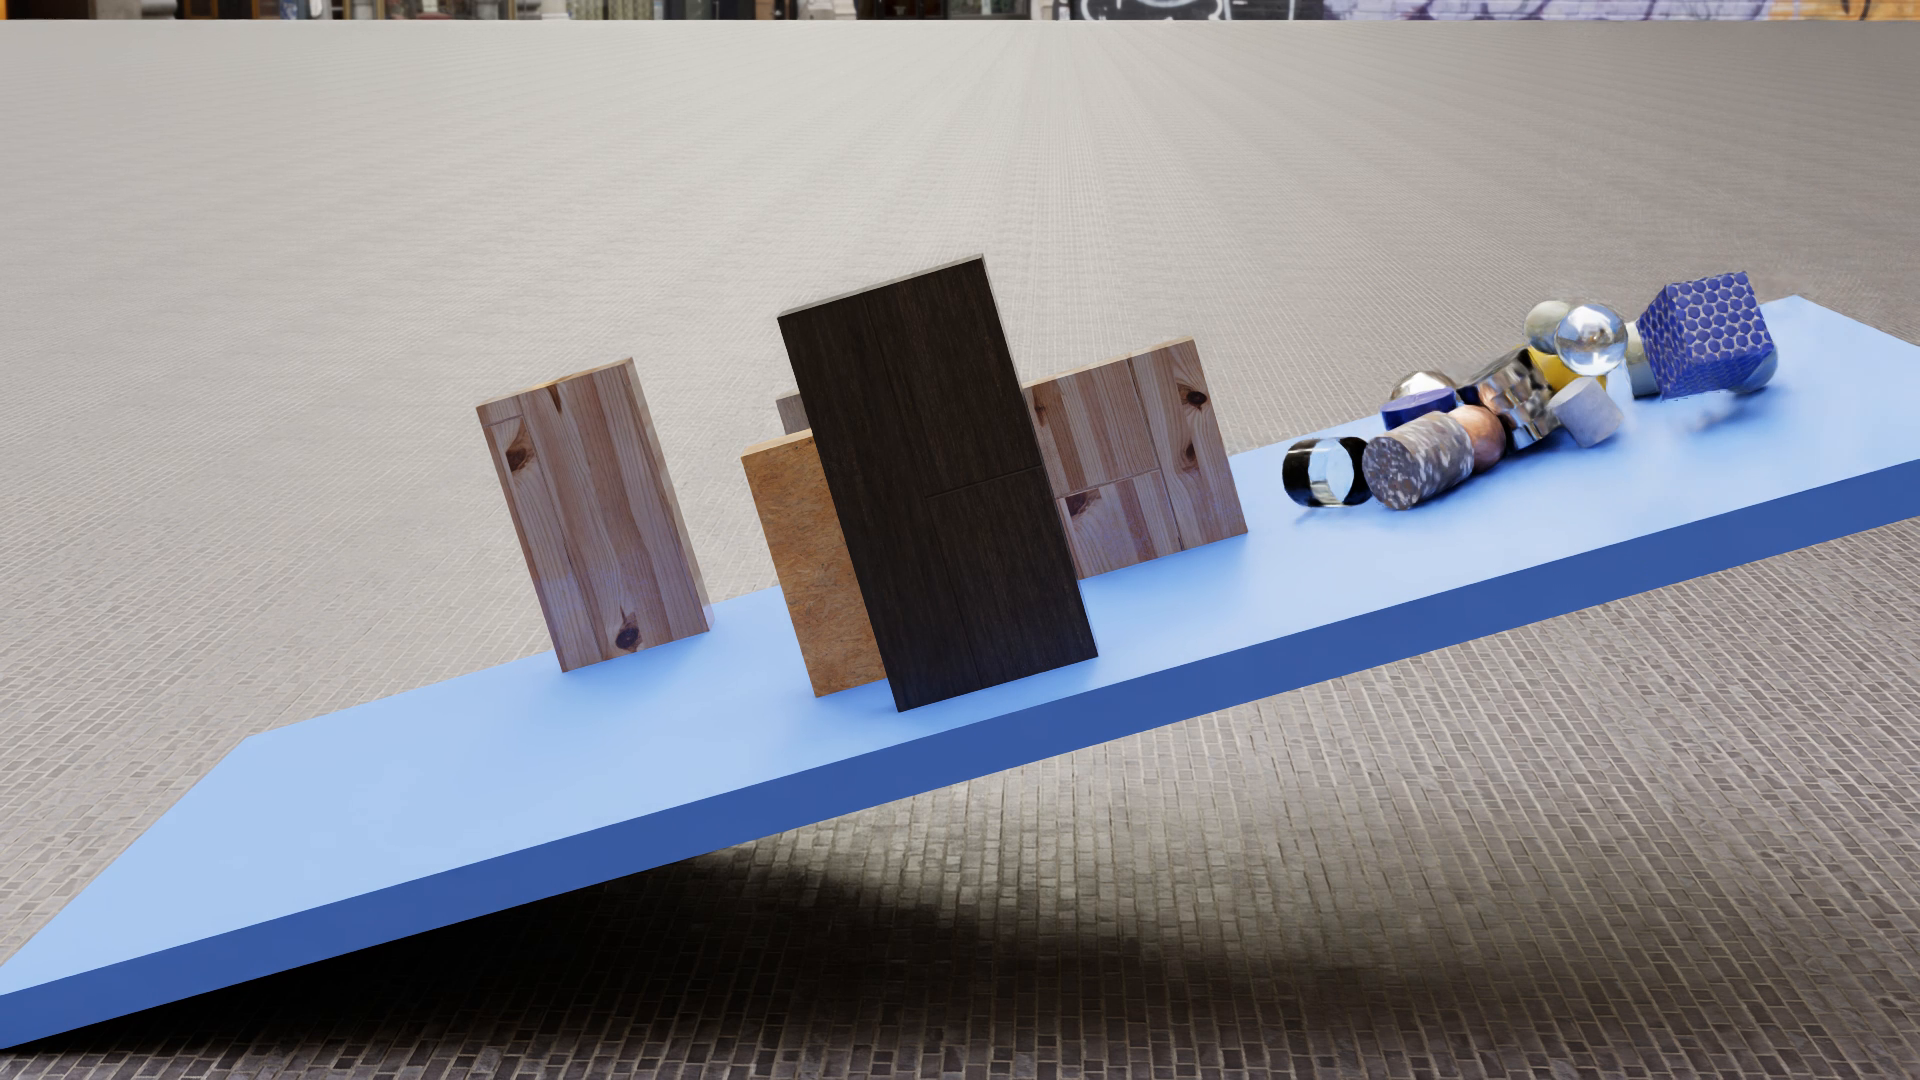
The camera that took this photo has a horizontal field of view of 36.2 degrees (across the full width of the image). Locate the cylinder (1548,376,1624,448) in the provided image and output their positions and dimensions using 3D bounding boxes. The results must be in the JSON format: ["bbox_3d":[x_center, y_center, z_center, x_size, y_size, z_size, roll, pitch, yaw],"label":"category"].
[{"bbox_3d":[1.300,-0.268,6.103,0.111,0.111,0.111,-38,9,7],"label":"cylinder"}]

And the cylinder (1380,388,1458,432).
[{"bbox_3d":[1.001,-0.224,6.307,0.163,0.163,0.163,-16,10,3],"label":"cylinder"}]

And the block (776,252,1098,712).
[{"bbox_3d":[-0.037,-0.106,5.556,0.396,0.785,0.107,-16,10,5],"label":"block"}]

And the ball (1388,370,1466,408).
[{"bbox_3d":[1.042,-0.289,6.558,0.176,0.176,0.176,0,11,0],"label":"ball"}]

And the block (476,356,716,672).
[{"bbox_3d":[-0.867,-0.060,7.026,0.370,0.668,0.126,-16,10,5],"label":"block"}]

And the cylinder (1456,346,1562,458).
[{"bbox_3d":[1.172,-0.292,6.239,0.174,0.174,0.174,-32,3,2],"label":"cylinder"}]

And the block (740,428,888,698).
[{"bbox_3d":[-0.232,0.028,5.940,0.270,0.513,0.131,-16,10,5],"label":"block"}]

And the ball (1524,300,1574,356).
[{"bbox_3d":[1.251,-0.448,6.208,0.117,0.117,0.117,0,11,0],"label":"ball"}]

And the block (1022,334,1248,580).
[{"bbox_3d":[0.374,-0.176,6.298,0.380,0.432,0.087,-16,10,5],"label":"block"}]

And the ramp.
[{"bbox_3d":[0.091,0.187,6.320,4.000,0.100,2.000,-16,10,5],"label":"ramp"}]

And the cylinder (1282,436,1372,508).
[{"bbox_3d":[0.789,-0.144,6.266,0.147,0.147,0.147,-7,3,-33],"label":"cylinder"}]

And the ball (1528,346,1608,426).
[{"bbox_3d":[1.301,-0.345,6.371,0.199,0.199,0.199,0,11,0],"label":"ball"}]

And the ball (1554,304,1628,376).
[{"bbox_3d":[1.193,-0.377,5.558,0.137,0.137,0.137,0,11,0],"label":"ball"}]

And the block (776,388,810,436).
[{"bbox_3d":[-0.202,-0.127,6.754,0.299,0.510,0.107,-16,10,5],"label":"block"}]

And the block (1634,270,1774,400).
[{"bbox_3d":[1.516,-0.416,5.994,0.178,0.178,0.178,-11,-20,-13],"label":"block"}]

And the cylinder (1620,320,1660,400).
[{"bbox_3d":[1.534,-0.411,6.443,0.166,0.166,0.166,-15,9,9],"label":"cylinder"}]

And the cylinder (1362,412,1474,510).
[{"bbox_3d":[0.945,-0.163,6.067,0.162,0.162,0.162,-23,22,-34],"label":"cylinder"}]

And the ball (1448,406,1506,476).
[{"bbox_3d":[1.067,-0.208,6.151,0.148,0.148,0.148,0,11,0],"label":"ball"}]

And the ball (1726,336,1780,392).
[{"bbox_3d":[1.641,-0.382,6.164,0.146,0.146,0.146,0,11,0],"label":"ball"}]
